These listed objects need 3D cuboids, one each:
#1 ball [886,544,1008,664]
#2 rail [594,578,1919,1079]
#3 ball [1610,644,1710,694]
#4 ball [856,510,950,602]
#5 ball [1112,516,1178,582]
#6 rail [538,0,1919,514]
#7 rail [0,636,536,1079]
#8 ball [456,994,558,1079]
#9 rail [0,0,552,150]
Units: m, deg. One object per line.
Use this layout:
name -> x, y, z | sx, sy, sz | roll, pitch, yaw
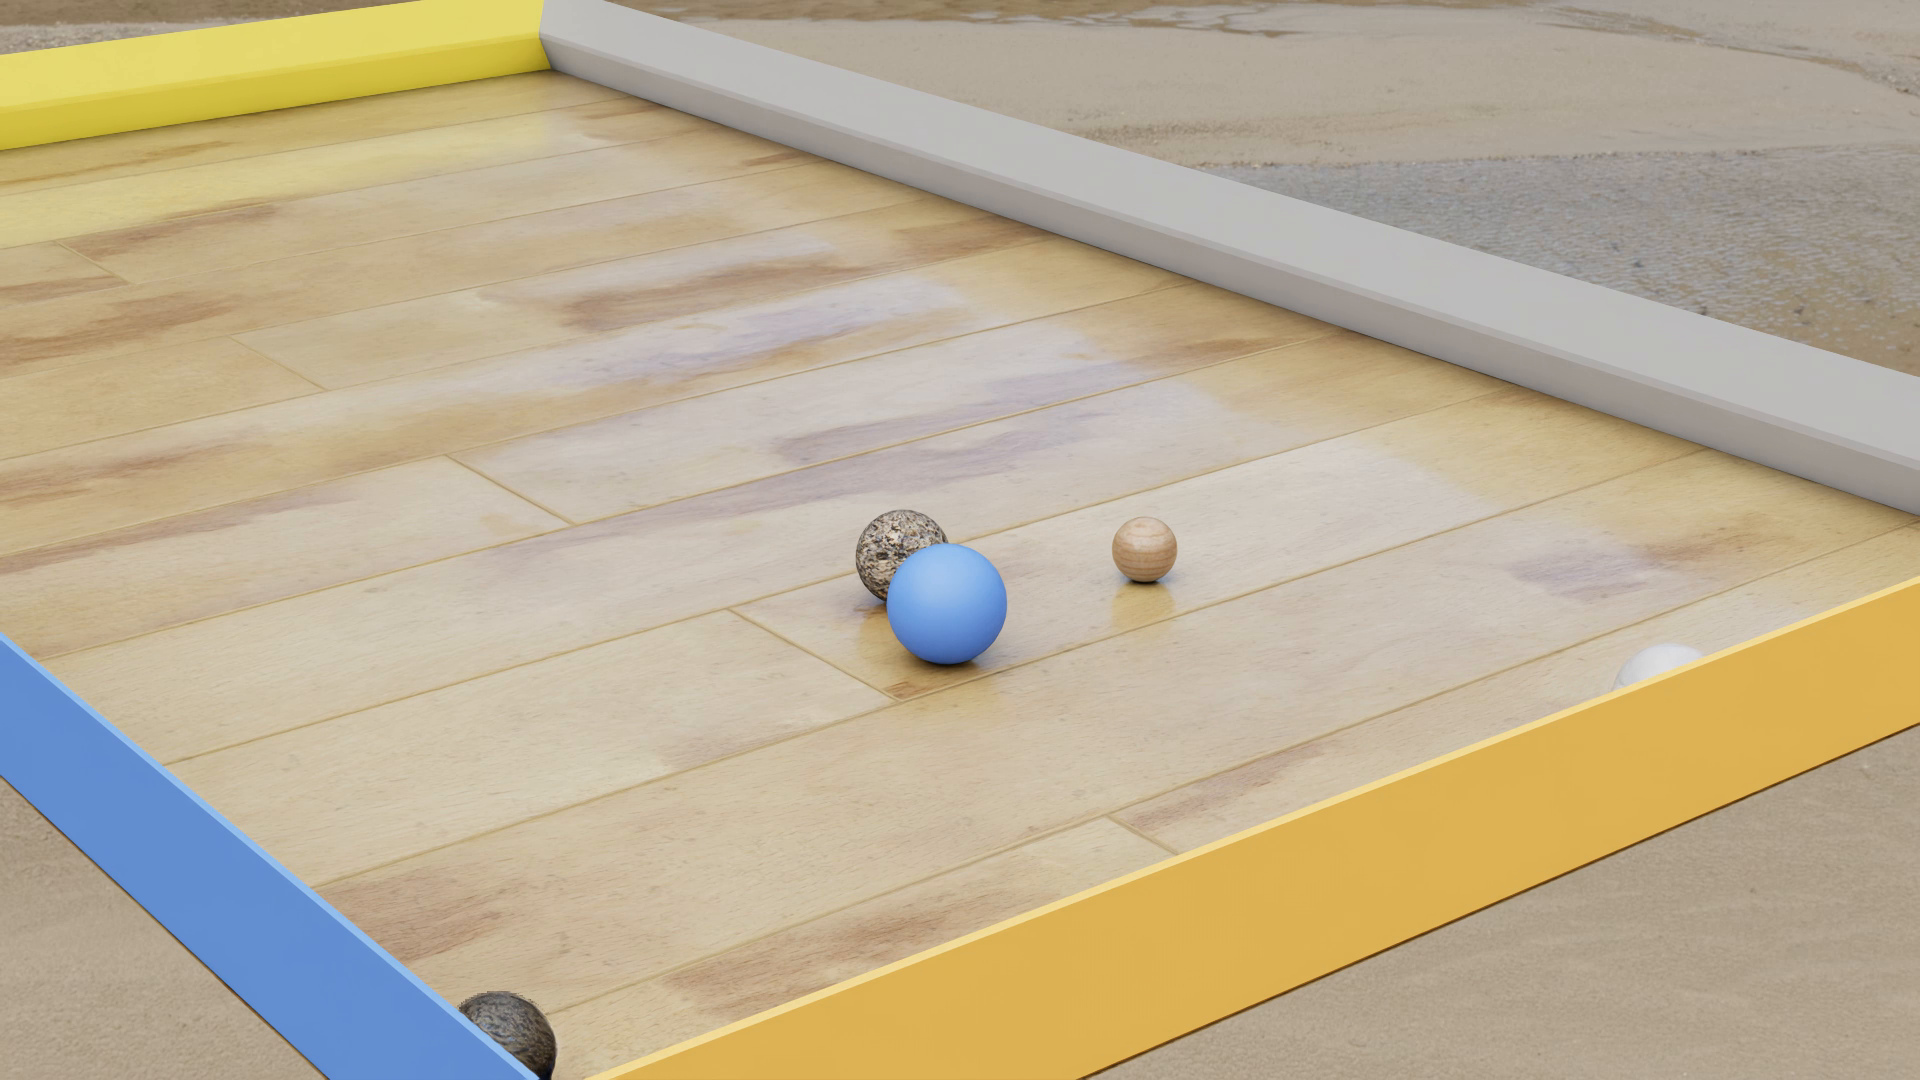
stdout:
ball -> -0.011, 0.052, 2.400 | 0.099, 0.099, 0.099 | 0, 21, 0
rail -> 0.410, 0.168, 2.055 | 1.618, 0.128, 0.045 | -16, 26, -35
ball -> 0.539, 0.123, 2.231 | 0.089, 0.089, 0.089 | 0, 21, 0
ball -> -0.049, 0.015, 2.519 | 0.082, 0.082, 0.082 | 0, 21, 0
ball -> 0.161, 0.008, 2.570 | 0.058, 0.058, 0.058 | 0, 21, 0
rail -> 0.196, -0.394, 3.509 | 0.045, 0.128, 2.773 | -16, 26, -35
rail -> -1.045, -0.047, 2.612 | 0.045, 0.128, 2.773 | -16, 26, -35
ball -> -0.279, 0.309, 1.773 | 0.071, 0.071, 0.071 | 0, 21, 0
rail -> -1.259, -0.609, 4.065 | 1.618, 0.128, 0.045 | -16, 26, -35
